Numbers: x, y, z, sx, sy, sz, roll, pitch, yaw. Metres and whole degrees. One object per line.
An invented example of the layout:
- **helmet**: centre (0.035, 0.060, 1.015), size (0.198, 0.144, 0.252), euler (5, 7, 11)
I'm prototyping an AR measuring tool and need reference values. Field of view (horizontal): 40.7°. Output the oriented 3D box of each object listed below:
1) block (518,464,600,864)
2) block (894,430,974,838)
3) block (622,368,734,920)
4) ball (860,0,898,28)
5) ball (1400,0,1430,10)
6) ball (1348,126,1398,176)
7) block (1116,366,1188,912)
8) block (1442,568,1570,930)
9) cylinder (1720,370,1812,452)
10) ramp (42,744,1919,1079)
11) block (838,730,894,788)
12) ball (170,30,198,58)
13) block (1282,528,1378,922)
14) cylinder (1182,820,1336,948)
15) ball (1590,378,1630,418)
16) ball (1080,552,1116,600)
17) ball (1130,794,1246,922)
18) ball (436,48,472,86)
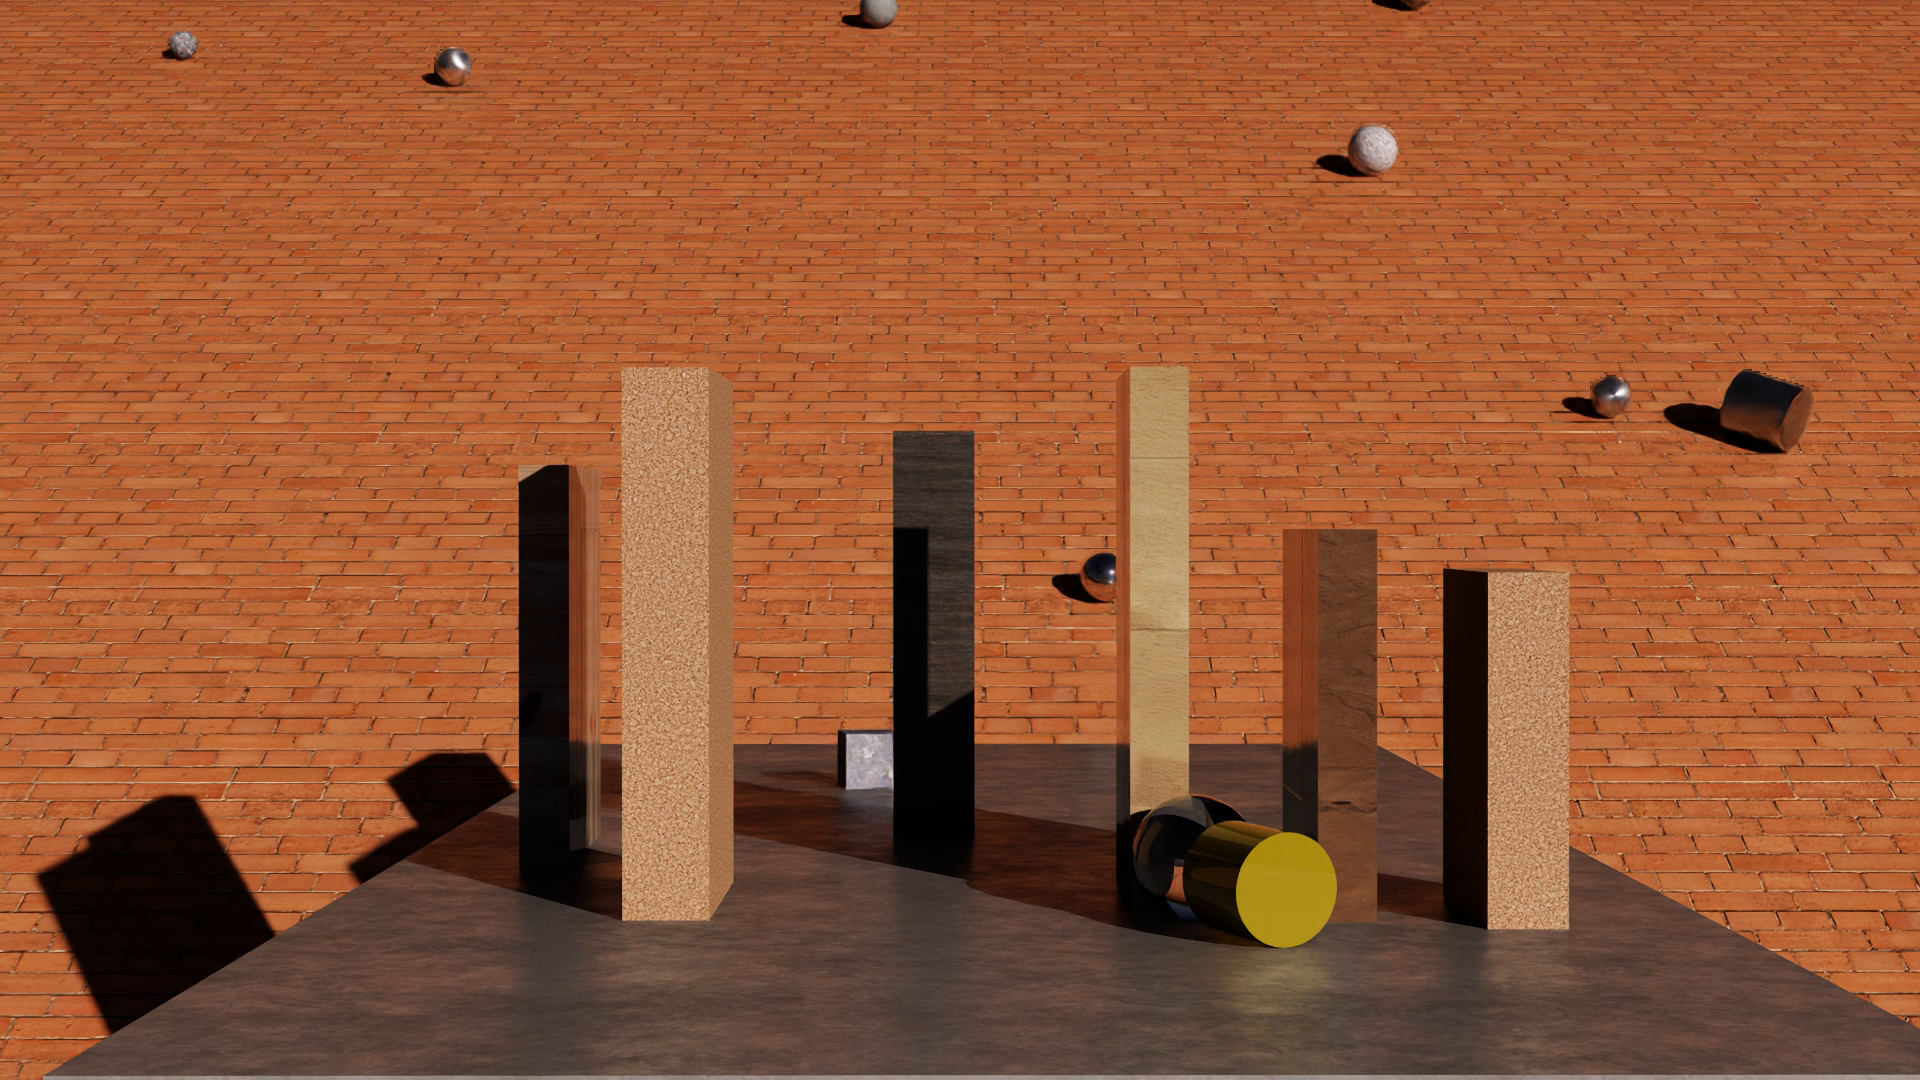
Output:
- **block**: centre (-0.690, 0.205, 4.476), size (0.084, 0.660, 0.377), euler (0, 0, 0)
- **block**: centre (-0.047, 0.168, 4.766), size (0.146, 0.730, 0.262), euler (0, 0, 0)
- **block**: centre (-0.417, 0.146, 3.860), size (0.123, 0.784, 0.396), euler (0, 0, 0)
- **ball**: centre (-0.377, -2.473, 12.026), size (0.175, 0.175, 0.175), euler (0, 29, 0)
- **ball**: centre (2.161, -2.609, 12.271), size (0.176, 0.176, 0.176), euler (0, 29, 0)
- **ball**: centre (1.653, -1.561, 10.360), size (0.197, 0.197, 0.197), euler (0, 29, 0)
- **block**: centre (0.288, 0.143, 3.899), size (0.085, 0.789, 0.328), euler (0, 0, 0)
- **block**: centre (0.787, 0.291, 3.746), size (0.113, 0.495, 0.331), euler (0, 0, 0)
- **cylinder**: centre (2.581, -0.414, 8.285), size (0.207, 0.207, 0.207), euler (23, 37, 36)
- **ramp**: centre (0.065, 0.584, 4.632), size (2.000, 0.100, 4.000), euler (0, 0, 0)
- **block**: centre (-0.197, 0.471, 5.570), size (0.116, 0.116, 0.116), euler (0, 0, -12)
- **ball**: centre (-3.496, -2.229, 11.639), size (0.124, 0.124, 0.124), euler (0, 29, 0)
- **block**: centre (0.546, 0.261, 3.841), size (0.084, 0.554, 0.397), euler (0, 0, 0)
- **cylinder**: centre (0.404, 0.464, 3.497), size (0.153, 0.153, 0.153), euler (-13, 5, -22)
- **ball**: centre (2.129, -0.467, 8.461), size (0.129, 0.129, 0.129), euler (0, 29, 0)
- **ball**: centre (0.414, 0.105, 7.420), size (0.140, 0.140, 0.140), euler (0, 29, 0)
- **ball**: centre (0.330, 0.449, 3.647), size (0.180, 0.180, 0.180), euler (0, 29, 0)
- **ball**: centre (-2.215, -2.073, 11.323), size (0.159, 0.159, 0.159), euler (0, 29, 0)
